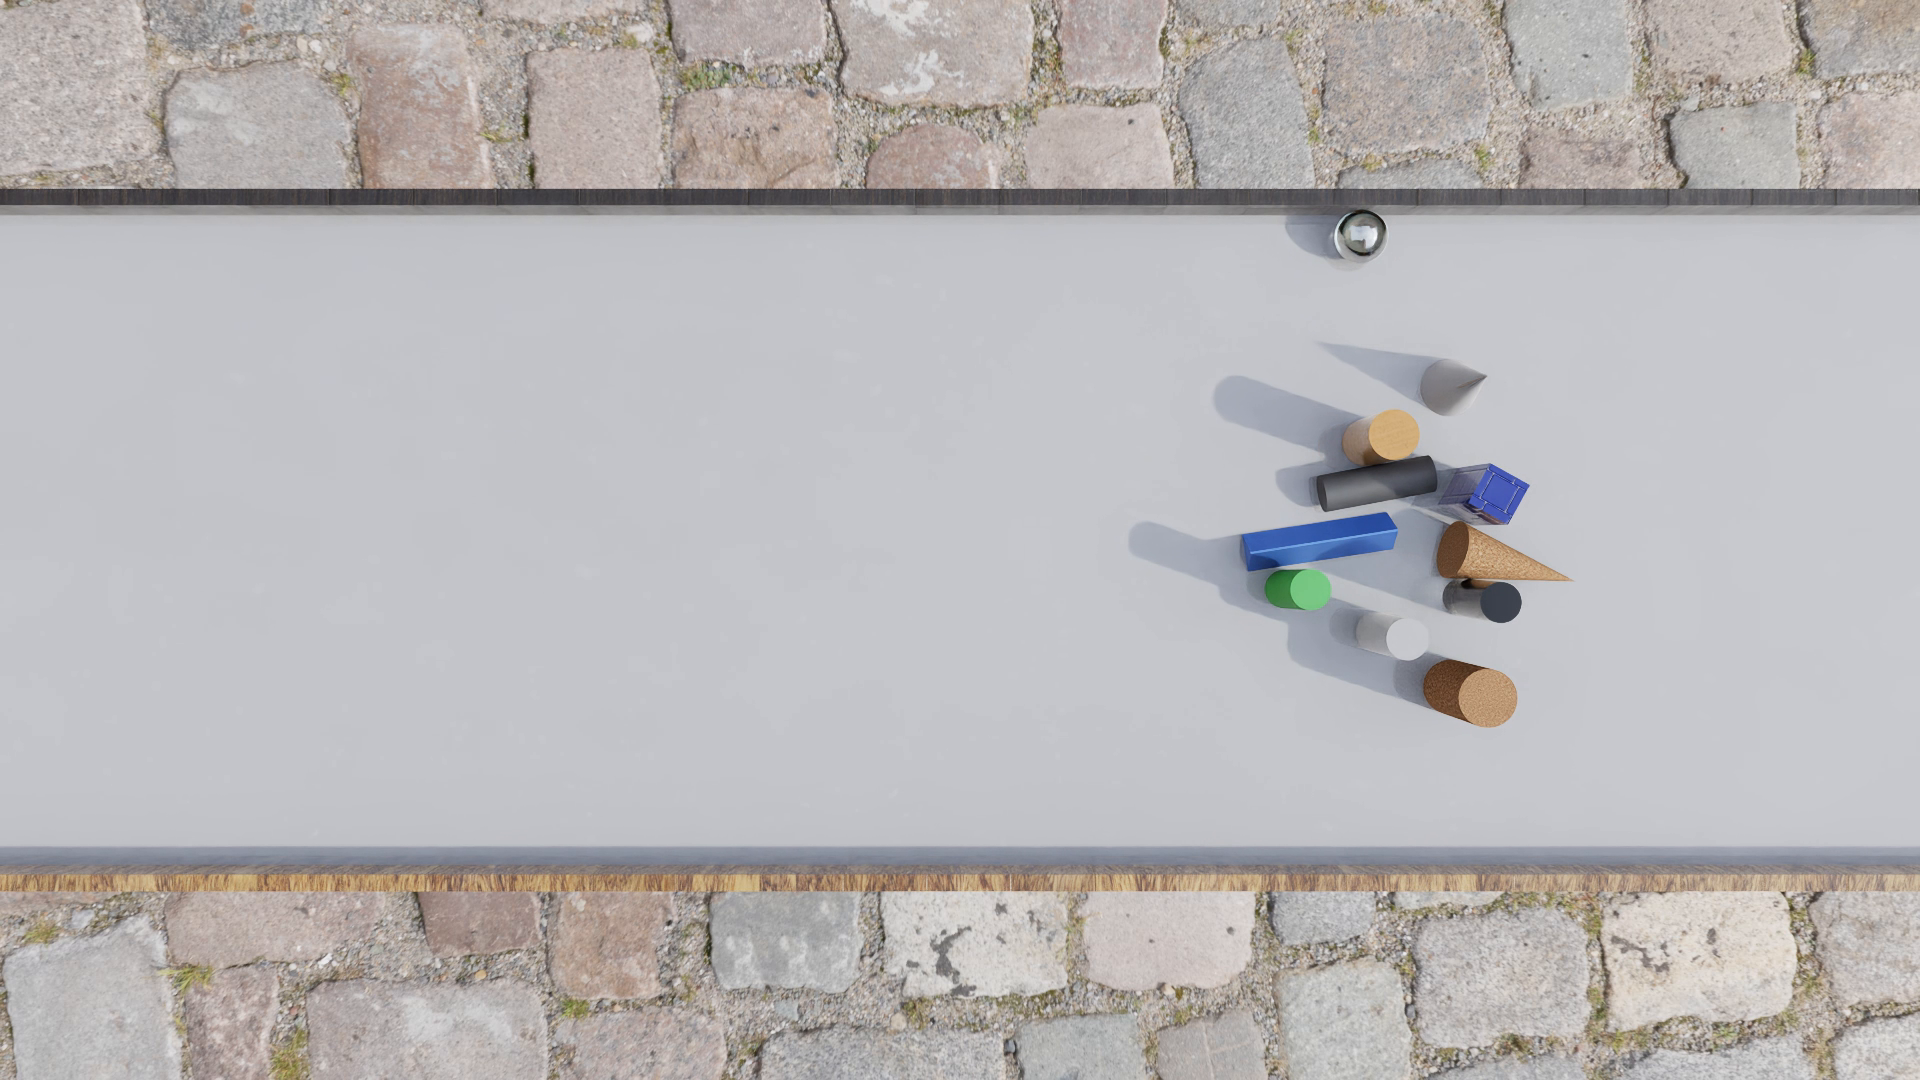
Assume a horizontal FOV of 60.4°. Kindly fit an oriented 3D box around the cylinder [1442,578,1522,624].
[{"bbox_3d":[1.544,0.177,4.892,0.118,0.369,0.118,0,90,0],"label":"cylinder"}]

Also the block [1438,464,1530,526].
[{"bbox_3d":[1.559,-0.133,4.922,0.131,0.309,0.131,29,90,0],"label":"block"}]

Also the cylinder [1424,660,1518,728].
[{"bbox_3d":[1.510,0.453,4.896,0.169,0.361,0.169,0,90,0],"label":"cylinder"}]

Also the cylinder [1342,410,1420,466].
[{"bbox_3d":[1.248,-0.301,4.906,0.146,0.340,0.146,0,89,0],"label":"cylinder"}]

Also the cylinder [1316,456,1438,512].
[{"bbox_3d":[1.267,-0.171,5.020,0.338,0.114,0.114,-11,90,0],"label":"cylinder"}]

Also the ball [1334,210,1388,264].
[{"bbox_3d":[1.215,-0.920,4.996,0.161,0.161,0.161,0,90,0],"label":"ball"}]

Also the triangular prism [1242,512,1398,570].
[{"bbox_3d":[1.099,0.005,5.025,0.450,0.098,0.113,-9,90,0],"label":"triangular prism"}]

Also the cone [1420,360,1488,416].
[{"bbox_3d":[1.505,-0.469,4.889,0.177,0.375,0.177,0,90,0],"label":"cone"}]

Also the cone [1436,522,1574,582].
[{"bbox_3d":[1.693,0.078,5.033,0.425,0.178,0.178,14,90,-12],"label":"cone"}]

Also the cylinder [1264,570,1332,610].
[{"bbox_3d":[1.000,0.146,4.893,0.118,0.363,0.118,0,89,-1],"label":"cylinder"}]

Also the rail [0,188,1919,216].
[{"bbox_3d":[-2.247,-1.025,5.002,12.000,0.150,0.050,0,90,0],"label":"rail"}]

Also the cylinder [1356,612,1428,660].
[{"bbox_3d":[1.279,0.283,4.894,0.122,0.364,0.122,0,90,0],"label":"cylinder"}]

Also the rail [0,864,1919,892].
[{"bbox_3d":[-2.247,1.025,5.001,12.000,0.150,0.050,0,90,0],"label":"rail"}]
